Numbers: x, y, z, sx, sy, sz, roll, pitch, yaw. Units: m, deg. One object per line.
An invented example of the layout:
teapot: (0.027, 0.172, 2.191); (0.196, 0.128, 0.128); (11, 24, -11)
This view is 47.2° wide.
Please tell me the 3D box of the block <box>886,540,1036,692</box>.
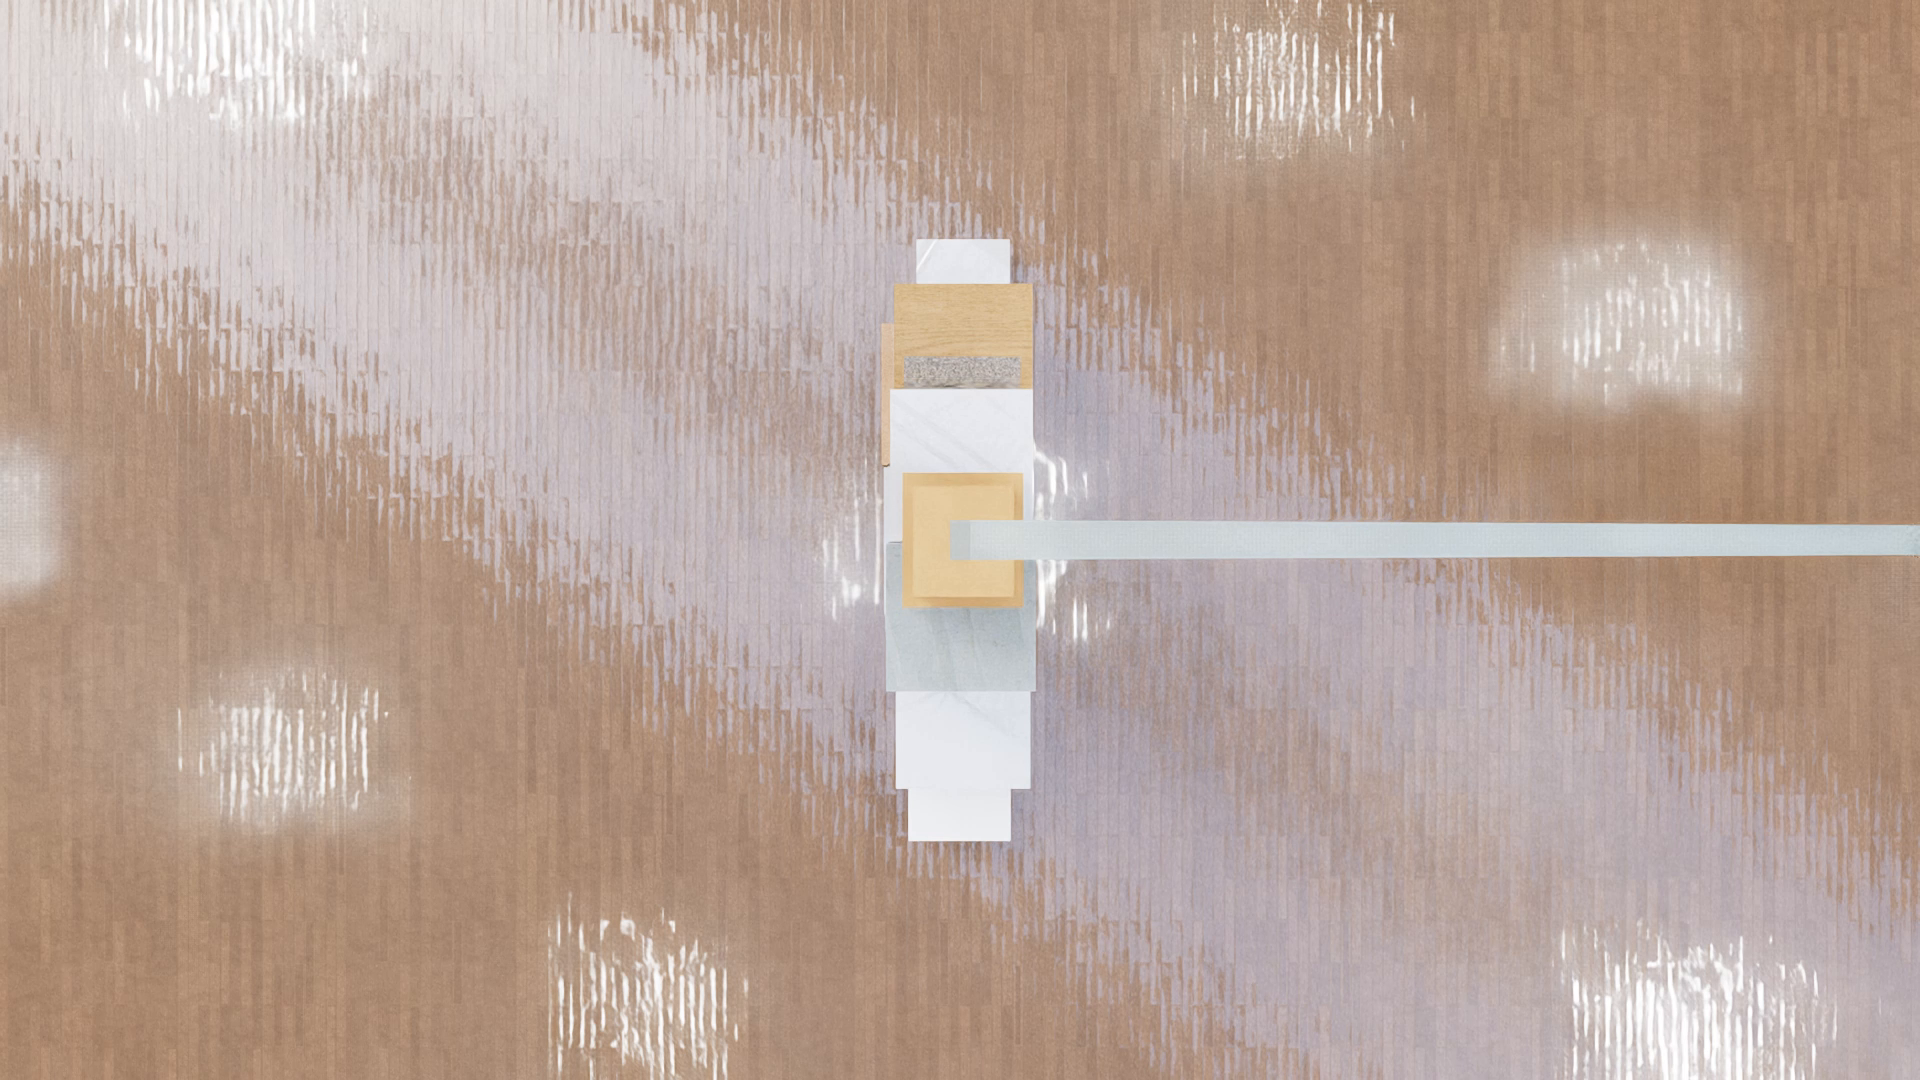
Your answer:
block: (0.004, 0.333, 9.984); (0.657, 0.701, 0.648); (0, 91, 0)

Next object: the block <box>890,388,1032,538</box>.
block: (0.007, -0.334, 9.973); (0.623, 0.726, 0.650); (0, 90, 0)

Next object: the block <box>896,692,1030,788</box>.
block: (0.017, 1.022, 12.112); (0.722, 0.607, 0.627); (0, 90, 0)

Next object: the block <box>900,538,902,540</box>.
block: (-0.012, -0.017, 11.135); (0.562, 0.605, 0.580); (0, 90, 0)

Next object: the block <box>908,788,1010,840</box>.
block: (-0.003, 1.403, 12.714); (0.575, 0.572, 0.595); (0, 90, 0)

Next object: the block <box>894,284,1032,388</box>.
block: (0.018, -0.960, 11.791); (0.720, 0.675, 0.752); (0, 90, 0)

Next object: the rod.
rod: (2.234, 0.000, 5.762); (5.200, 0.080, 0.080); (0, 90, -31)

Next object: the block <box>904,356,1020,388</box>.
block: (0.011, -0.553, 10.636); (0.555, 0.462, 0.574); (0, 82, 0)

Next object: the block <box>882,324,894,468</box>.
block: (-0.017, -0.804, 12.564); (0.831, 0.871, 0.780); (0, 90, 0)

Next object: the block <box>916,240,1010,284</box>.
block: (0.017, -1.452, 12.722); (0.526, 0.556, 0.496); (0, 90, 0)

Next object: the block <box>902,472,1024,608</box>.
block: (0.012, -0.003, 9.348); (0.499, 0.521, 0.557); (0, 91, 0)

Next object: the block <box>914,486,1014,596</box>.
block: (0.014, 0.002, 8.903); (0.400, 0.368, 0.440); (0, 91, 0)

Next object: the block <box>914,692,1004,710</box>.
block: (-0.005, 0.562, 10.769); (0.434, 0.488, 0.497); (0, 90, 0)

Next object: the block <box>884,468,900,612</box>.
block: (-0.011, -0.001, 12.591); (0.820, 0.817, 0.806); (0, 90, 0)
